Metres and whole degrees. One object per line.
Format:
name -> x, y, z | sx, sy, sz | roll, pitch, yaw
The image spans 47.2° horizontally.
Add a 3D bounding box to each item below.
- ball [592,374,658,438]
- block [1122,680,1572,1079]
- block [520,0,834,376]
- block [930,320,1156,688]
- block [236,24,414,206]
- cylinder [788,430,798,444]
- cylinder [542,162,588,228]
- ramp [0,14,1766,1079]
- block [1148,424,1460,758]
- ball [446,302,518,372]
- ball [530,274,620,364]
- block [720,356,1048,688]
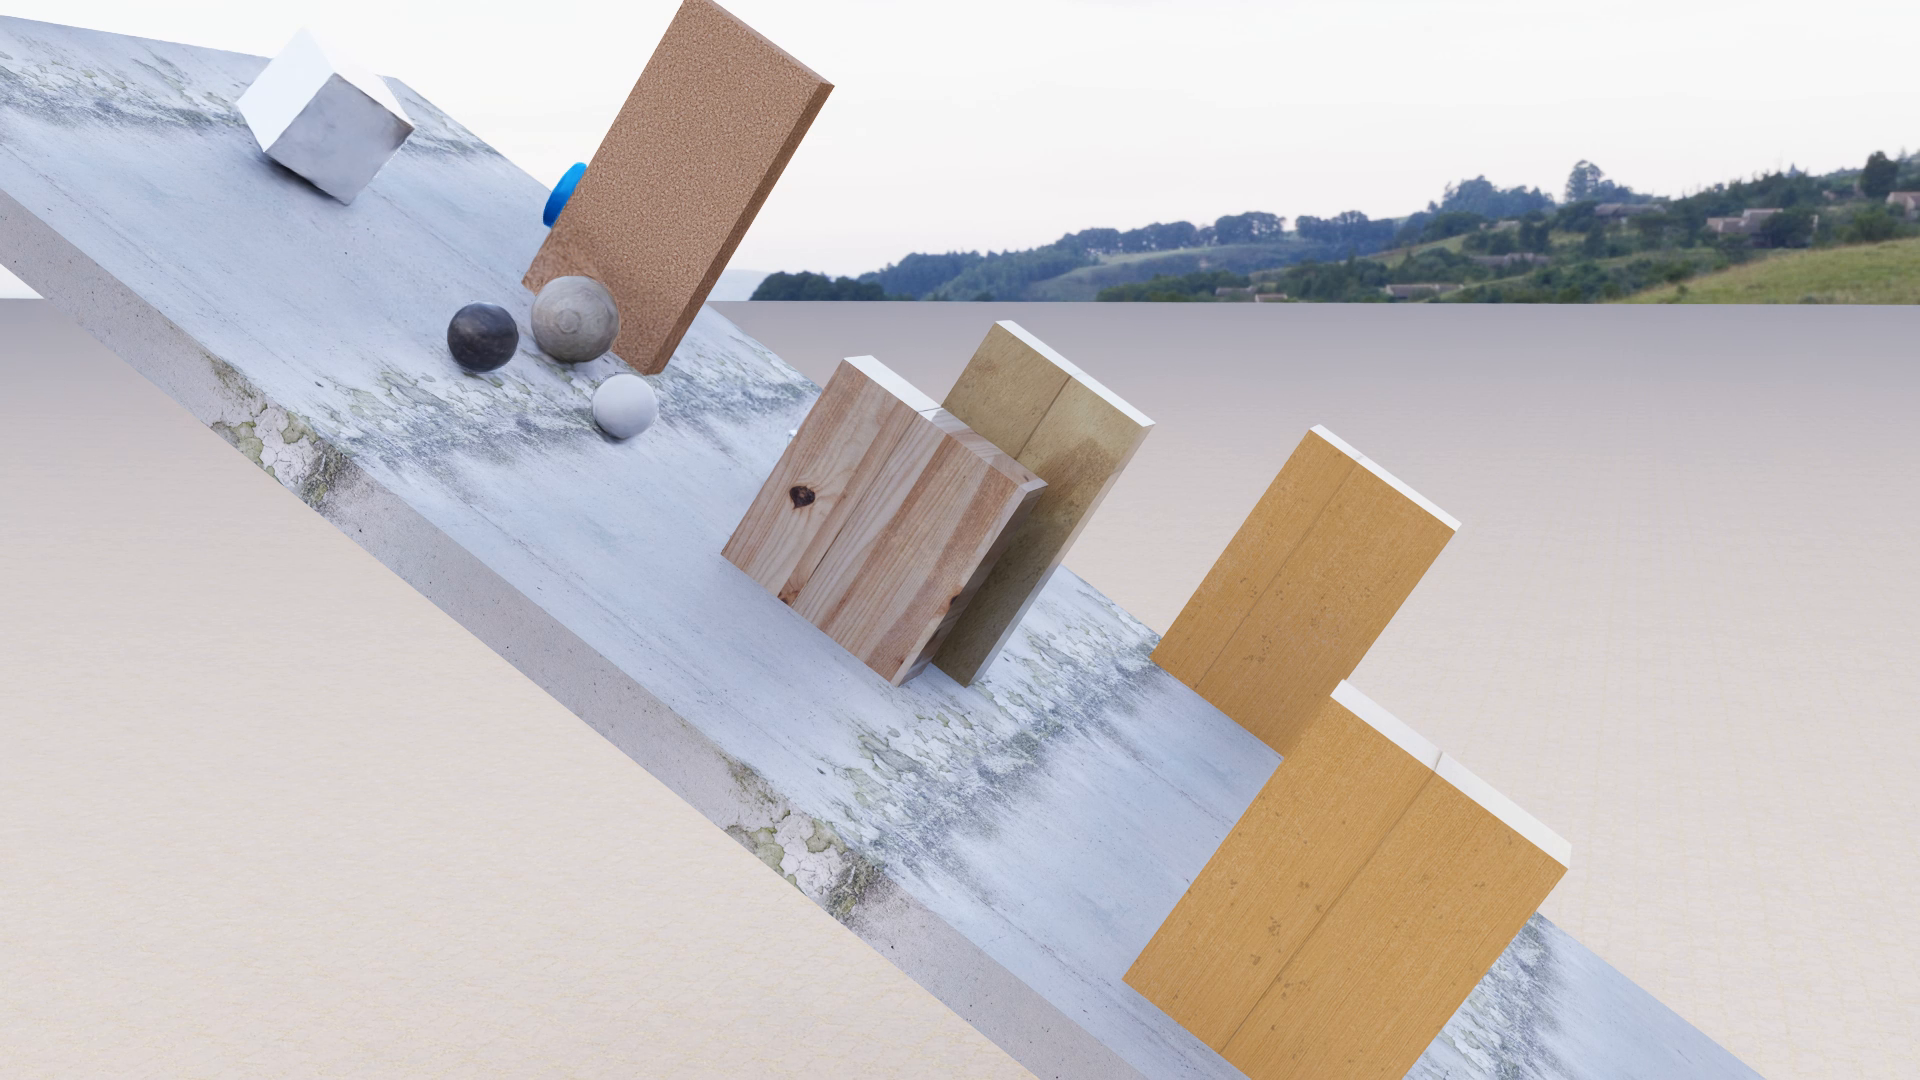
ball -> -0.609, -0.243, 3.997 | 0.117, 0.117, 0.117 | 0, 7, 0
block -> 0.555, 0.540, 3.182 | 0.398, 0.529, 0.136 | 36, 15, 10
block -> -0.572, -0.709, 4.411 | 0.330, 0.689, 0.082 | 36, 15, 10
block -> 0.051, -0.064, 3.924 | 0.319, 0.571, 0.102 | 36, 15, 10
block -> -1.227, -0.821, 4.254 | 0.205, 0.205, 0.205 | 34, 12, -48
cylinder -> -0.260, -0.164, 4.267 | 0.121, 0.121, 0.121 | -13, 10, -14
cylinder -> -0.794, -0.712, 4.775 | 0.159, 0.159, 0.159 | 32, 10, 3
ramp -> -0.111, 0.191, 4.092 | 4.000, 0.100, 2.000 | 36, 15, 10
block -> 0.738, 0.110, 4.723 | 0.368, 0.608, 0.149 | 36, 15, 10
ball -> -0.839, -0.357, 3.865 | 0.123, 0.123, 0.123 | 0, 7, 0
ball -> -0.733, -0.420, 4.190 | 0.168, 0.168, 0.168 | 0, 7, 0
block -> -0.131, -0.035, 3.773 | 0.387, 0.410, 0.137 | 36, 15, 10
